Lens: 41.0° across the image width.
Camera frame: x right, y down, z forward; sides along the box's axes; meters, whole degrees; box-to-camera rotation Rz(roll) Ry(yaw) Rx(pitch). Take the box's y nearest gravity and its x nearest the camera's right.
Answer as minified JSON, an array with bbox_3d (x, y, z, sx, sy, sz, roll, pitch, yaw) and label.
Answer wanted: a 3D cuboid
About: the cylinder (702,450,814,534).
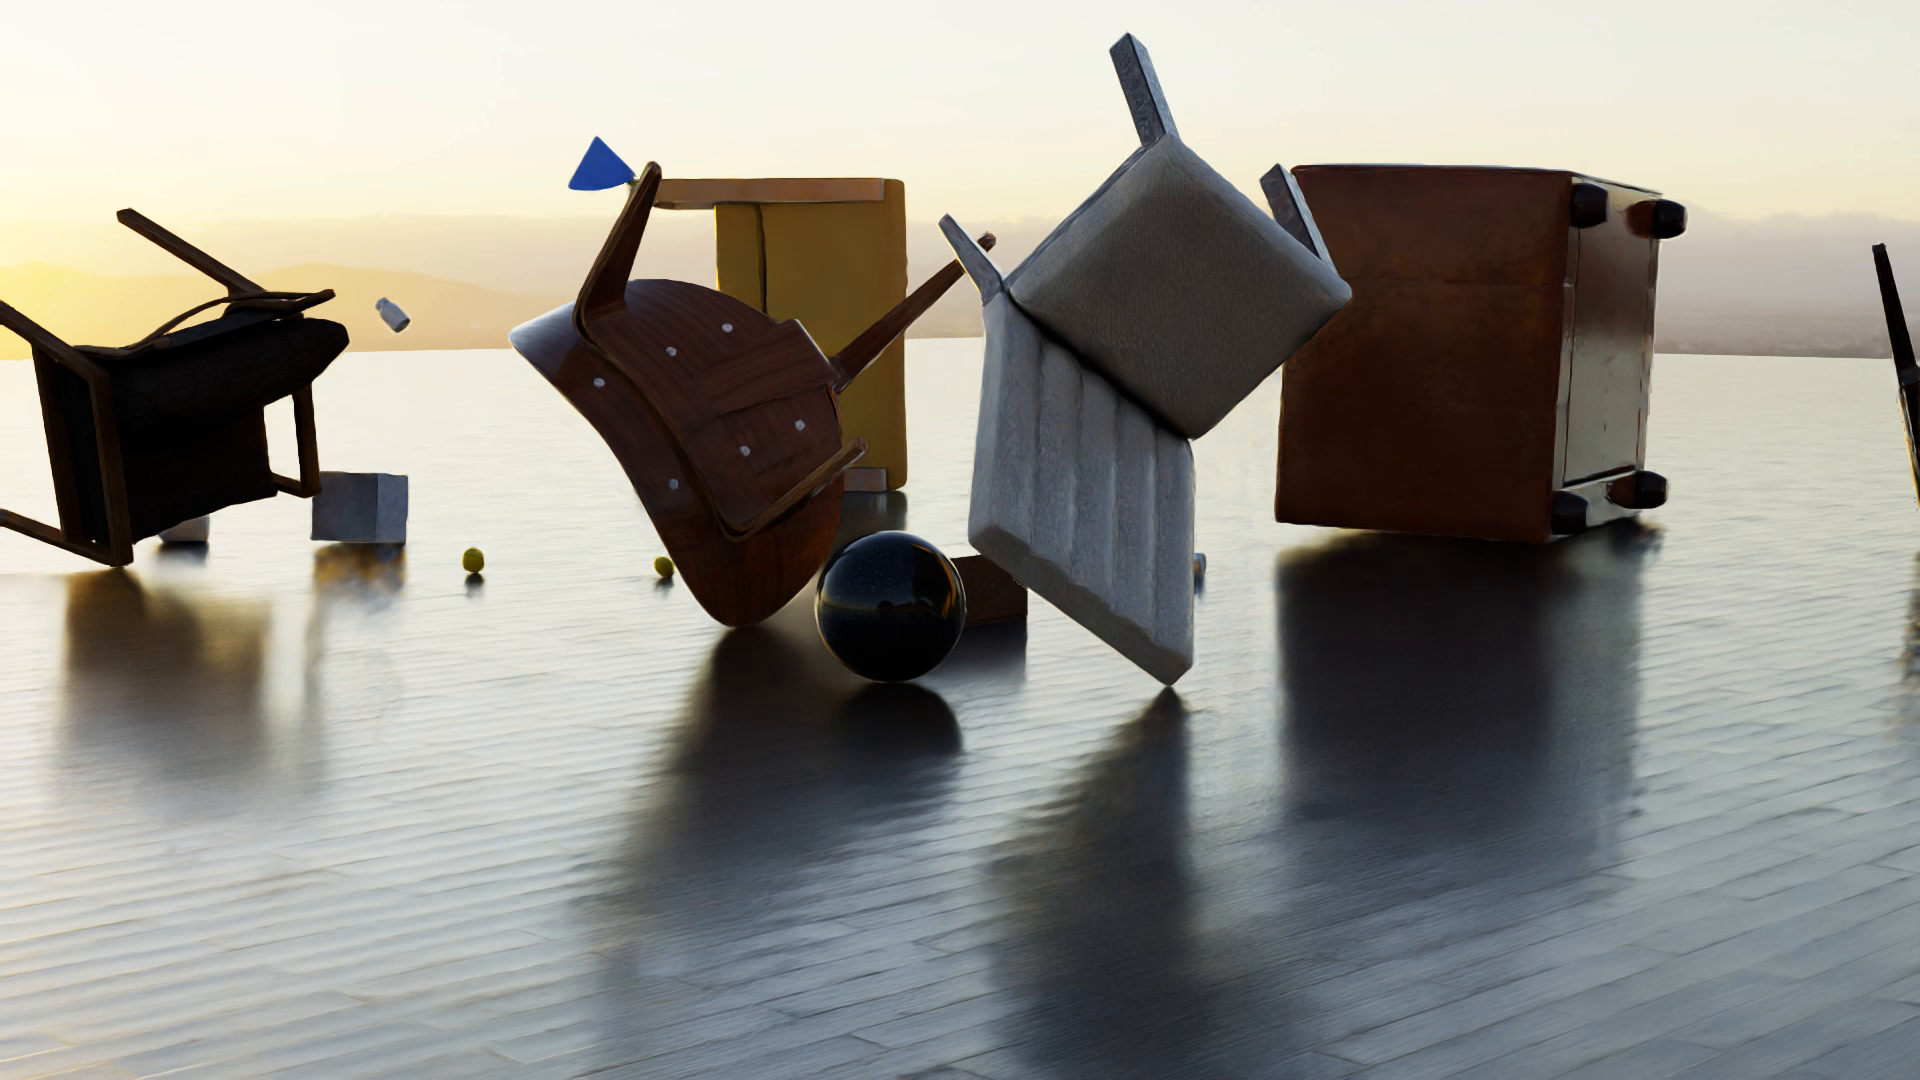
[{"bbox_3d":[-0.524,-0.127,6.672,0.210,0.188,0.297,46,16,7],"label":"cylinder"}]

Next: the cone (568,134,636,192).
[{"bbox_3d":[-1.081,-1.147,7.682,0.193,0.140,0.257,4,24,18],"label":"cone"}]

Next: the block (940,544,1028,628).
[{"bbox_3d":[0.005,0.087,4.915,0.143,0.135,0.218,5,8,39],"label":"block"}]

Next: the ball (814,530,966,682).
[{"bbox_3d":[-0.113,0.107,4.164,0.248,0.248,0.248,0,6,0],"label":"ball"}]

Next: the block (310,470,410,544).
[{"bbox_3d":[-1.473,-0.080,6.300,0.195,0.170,0.121,3,0,24],"label":"block"}]
